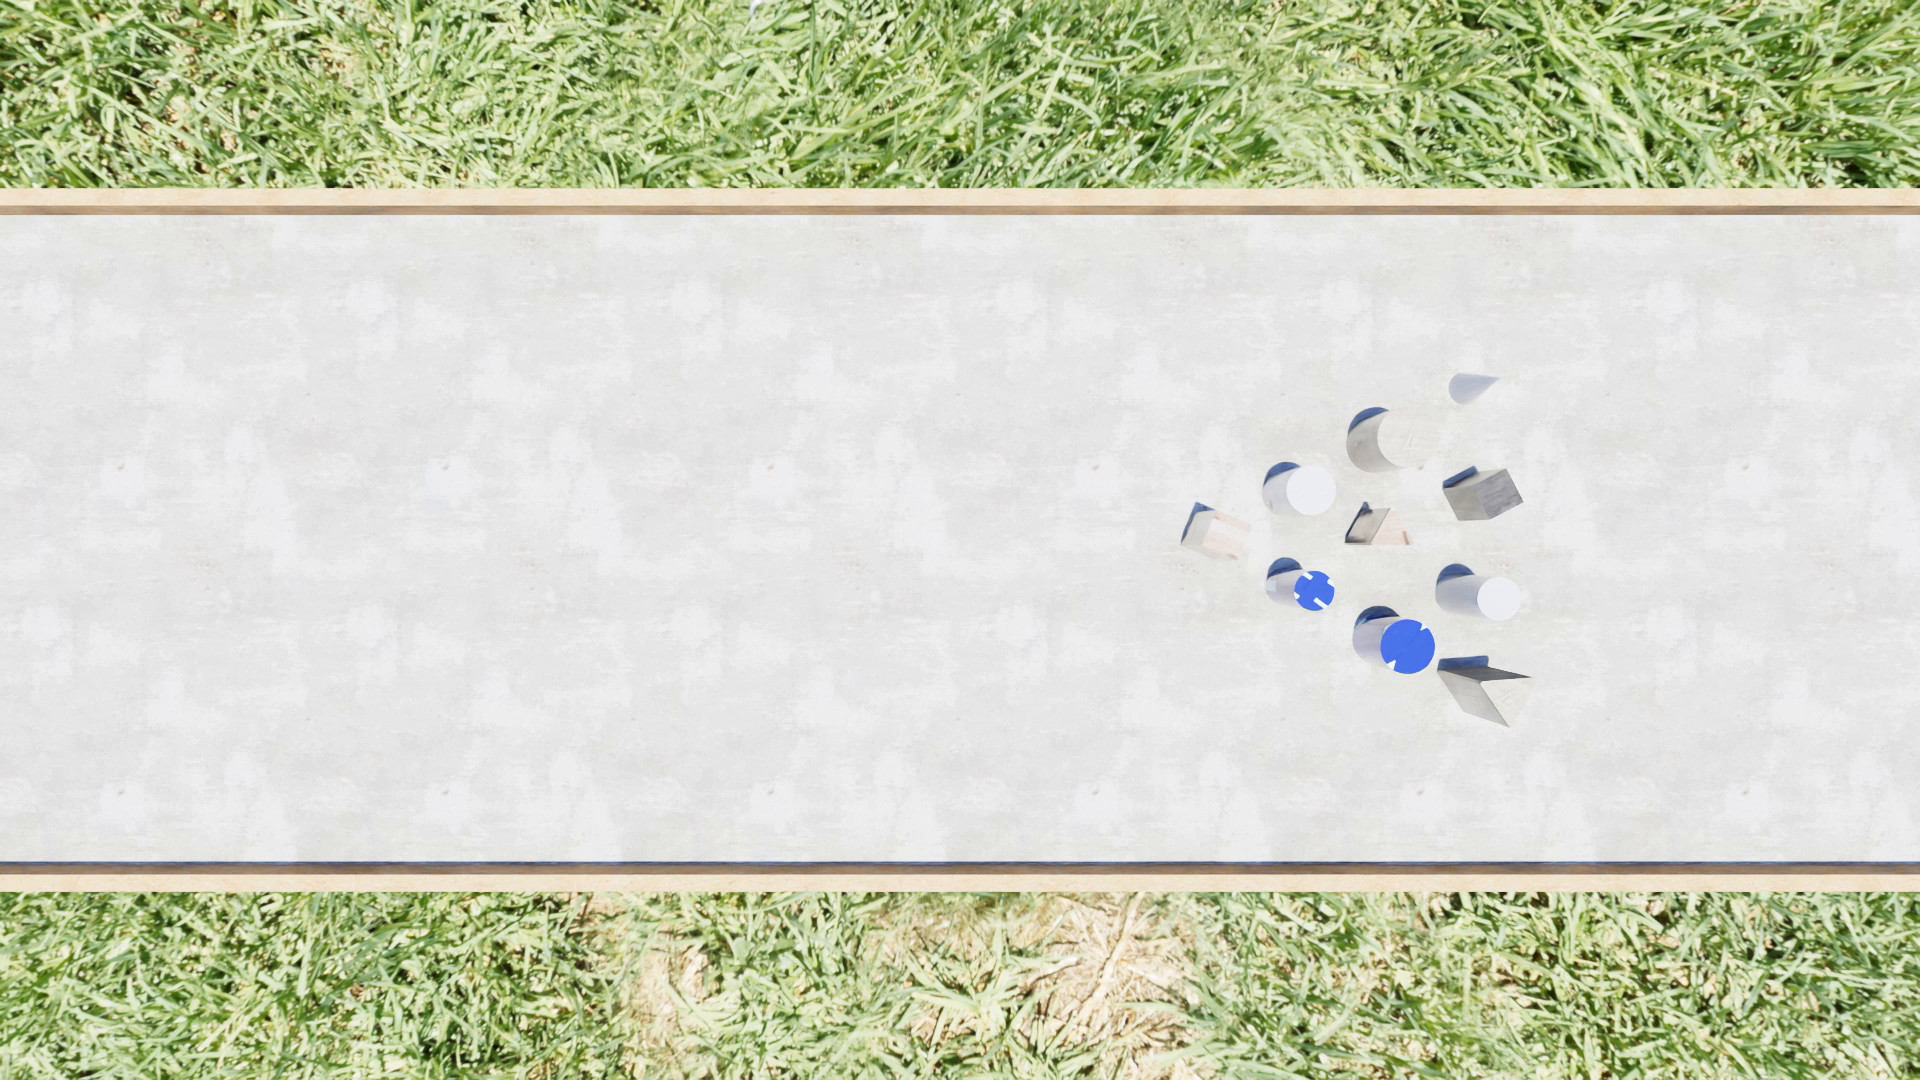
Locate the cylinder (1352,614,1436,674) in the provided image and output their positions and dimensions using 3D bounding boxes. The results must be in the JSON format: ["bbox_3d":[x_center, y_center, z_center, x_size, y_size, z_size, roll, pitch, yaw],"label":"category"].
[{"bbox_3d":[1.286,0.306,4.906,0.158,0.342,0.158,0,90,0],"label":"cylinder"}]

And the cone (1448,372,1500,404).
[{"bbox_3d":[1.554,-0.467,4.908,0.102,0.337,0.102,0,90,0],"label":"cone"}]

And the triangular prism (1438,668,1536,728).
[{"bbox_3d":[1.567,0.429,4.863,0.134,0.428,0.154,-34,90,0],"label":"triangular prism"}]

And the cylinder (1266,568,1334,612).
[{"bbox_3d":[0.997,0.143,4.857,0.114,0.438,0.114,0,90,0],"label":"cylinder"}]

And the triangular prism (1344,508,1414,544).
[{"bbox_3d":[1.244,-0.041,4.910,0.123,0.332,0.107,0,90,0],"label":"triangular prism"}]

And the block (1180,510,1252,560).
[{"bbox_3d":[0.749,-0.013,4.850,0.109,0.453,0.109,23,90,0],"label":"block"}]

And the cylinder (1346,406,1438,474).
[{"bbox_3d":[1.275,-0.293,4.885,0.174,0.383,0.174,0,90,0],"label":"cylinder"}]

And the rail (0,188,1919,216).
[{"bbox_3d":[-2.247,-1.025,5.002,12.000,0.150,0.050,0,90,0],"label":"rail"}]

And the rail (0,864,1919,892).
[{"bbox_3d":[-2.247,1.025,5.001,12.000,0.150,0.050,0,90,0],"label":"rail"}]

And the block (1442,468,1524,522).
[{"bbox_3d":[1.557,-0.133,4.925,0.112,0.303,0.112,-27,90,0],"label":"block"}]

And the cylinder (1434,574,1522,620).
[{"bbox_3d":[1.523,0.166,4.867,0.124,0.418,0.124,0,90,0],"label":"cylinder"}]

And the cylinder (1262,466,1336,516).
[{"bbox_3d":[1.000,-0.142,4.886,0.142,0.381,0.142,0,90,0],"label":"cylinder"}]
